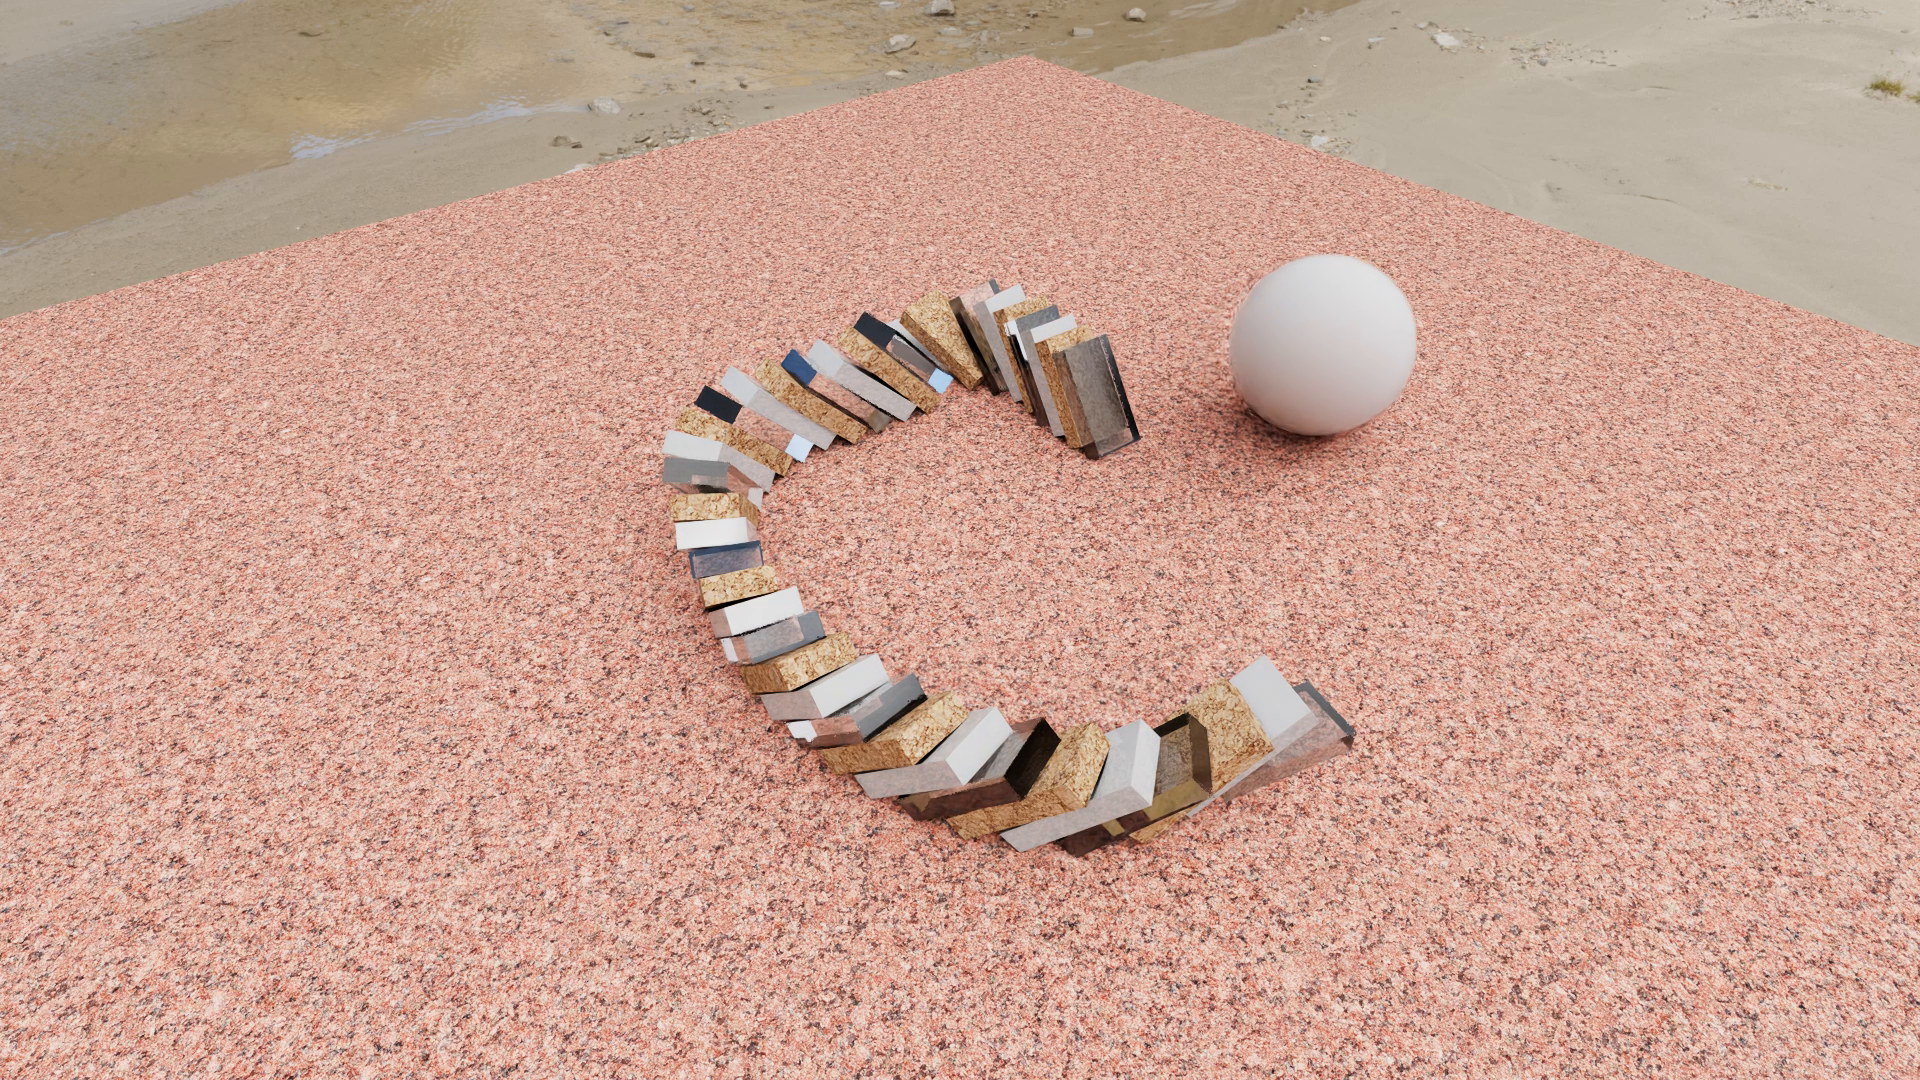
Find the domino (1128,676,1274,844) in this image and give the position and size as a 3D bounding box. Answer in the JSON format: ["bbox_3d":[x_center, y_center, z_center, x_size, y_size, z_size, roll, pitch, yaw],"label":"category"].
[{"bbox_3d":[0.068,0.067,0.337,0.050,0.010,0.025,-42,39,16],"label":"domino"}]

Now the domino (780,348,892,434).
[{"bbox_3d":[-0.056,-0.067,0.500,0.009,0.050,0.025,-52,48,9],"label":"domino"}]

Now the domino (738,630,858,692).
[{"bbox_3d":[-0.055,0.041,0.368,0.025,0.010,0.050,-24,3,-26],"label":"domino"}]

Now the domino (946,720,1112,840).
[{"bbox_3d":[0.020,0.072,0.330,0.050,0.010,0.025,-28,20,40],"label":"domino"}]

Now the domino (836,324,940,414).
[{"bbox_3d":[-0.033,-0.079,0.513,0.010,0.050,0.025,-50,49,7],"label":"domino"}]

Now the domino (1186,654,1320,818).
[{"bbox_3d":[0.084,0.062,0.347,0.050,0.009,0.025,-39,45,8],"label":"domino"}]

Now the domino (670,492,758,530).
[{"bbox_3d":[-0.095,-0.011,0.431,0.025,0.010,0.050,-2,-4,-2],"label":"domino"}]

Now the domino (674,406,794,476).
[{"bbox_3d":[-0.095,-0.041,0.468,0.025,0.050,0.010,22,87,24],"label":"domino"}]

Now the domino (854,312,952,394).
[{"bbox_3d":[-0.027,-0.089,0.524,0.025,0.050,0.010,36,92,36],"label":"domino"}]

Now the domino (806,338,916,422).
[{"bbox_3d":[-0.045,-0.073,0.508,0.050,0.010,0.025,26,15,-47],"label":"domino"}]

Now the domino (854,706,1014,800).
[{"bbox_3d":[-0.009,0.066,0.338,0.050,0.010,0.025,-23,14,50],"label":"domino"}]

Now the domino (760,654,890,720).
[{"bbox_3d":[-0.045,0.048,0.360,0.025,0.009,0.050,-27,4,-29],"label":"domino"}]

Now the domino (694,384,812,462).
[{"bbox_3d":[-0.089,-0.050,0.478,0.025,0.050,0.010,29,91,31],"label":"domino"}]

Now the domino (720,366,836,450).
[{"bbox_3d":[-0.080,-0.058,0.488,0.025,0.050,0.010,40,98,40],"label":"domino"}]

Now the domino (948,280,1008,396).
[{"bbox_3d":[0.016,-0.099,0.536,0.025,0.050,0.010,-34,13,-34],"label":"domino"}]

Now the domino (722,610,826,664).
[{"bbox_3d":[-0.065,0.034,0.378,0.025,0.009,0.050,-19,1,-22],"label":"domino"}]

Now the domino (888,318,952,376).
[{"bbox_3d":[-0.017,-0.100,0.565,0.025,0.010,0.050,-29,47,-31],"label":"domino"}]

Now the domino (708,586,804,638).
[{"bbox_3d":[-0.073,0.026,0.387,0.025,0.010,0.050,-17,0,-20],"label":"domino"}]

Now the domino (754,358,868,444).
[{"bbox_3d":[-0.066,-0.062,0.493,0.010,0.050,0.025,-52,48,9],"label":"domino"}]

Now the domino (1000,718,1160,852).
[{"bbox_3d":[0.036,0.074,0.328,0.050,0.010,0.025,-31,24,35],"label":"domino"}]

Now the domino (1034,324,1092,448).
[{"bbox_3d":[0.054,-0.070,0.499,0.025,0.050,0.009,-25,11,-27],"label":"domino"}]

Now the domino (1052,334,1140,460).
[{"bbox_3d":[0.061,-0.064,0.492,0.025,0.050,0.010,-25,11,-27],"label":"domino"}]

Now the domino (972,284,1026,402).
[{"bbox_3d":[0.028,-0.095,0.530,0.025,0.050,0.009,-34,15,-34],"label":"domino"}]

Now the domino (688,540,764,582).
[{"bbox_3d":[-0.086,0.008,0.409,0.025,0.009,0.050,-10,-2,-12],"label":"domino"}]

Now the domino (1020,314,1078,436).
[{"bbox_3d":[0.048,-0.076,0.507,0.025,0.050,0.010,-25,11,-27],"label":"domino"}]

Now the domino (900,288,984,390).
[{"bbox_3d":[-0.003,-0.100,0.546,0.050,0.010,0.025,44,57,6],"label":"domino"}]

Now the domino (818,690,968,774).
[{"bbox_3d":[-0.022,0.061,0.344,0.025,0.010,0.050,-36,9,-36],"label":"domino"}]

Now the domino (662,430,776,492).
[{"bbox_3d":[-0.099,-0.032,0.456,0.025,0.050,0.009,14,84,17],"label":"domino"}]

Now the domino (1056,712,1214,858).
[{"bbox_3d":[0.051,0.073,0.328,0.050,0.010,0.025,-34,28,30],"label":"domino"}]

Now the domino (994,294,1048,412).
[{"bbox_3d":[0.036,-0.088,0.522,0.025,0.050,0.009,-25,11,-28],"label":"domino"}]

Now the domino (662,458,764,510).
[{"bbox_3d":[-0.099,-0.022,0.444,0.025,0.050,0.009,5,81,6],"label":"domino"}]

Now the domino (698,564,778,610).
[{"bbox_3d":[-0.081,0.017,0.398,0.025,0.009,0.050,-12,-2,-14],"label":"domino"}]

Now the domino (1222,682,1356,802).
[{"bbox_3d":[0.102,0.066,0.363,0.050,0.009,0.025,-16,42,-19],"label":"domino"}]

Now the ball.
[{"bbox_3d":[0.162,-0.087,0.494,0.080,0.080,0.080,0,39,0],"label":"ball"}]

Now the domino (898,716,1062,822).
[{"bbox_3d":[0.005,0.070,0.333,0.050,0.009,0.025,-25,17,45],"label":"domino"}]

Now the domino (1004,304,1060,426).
[{"bbox_3d":[0.041,-0.082,0.514,0.025,0.050,0.010,-25,11,-27],"label":"domino"}]

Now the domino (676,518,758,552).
[{"bbox_3d":[-0.092,-0.001,0.420,0.025,0.010,0.050,-5,-3,-6],"label":"domino"}]

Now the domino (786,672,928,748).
[{"bbox_3d":[-0.034,0.055,0.352,0.025,0.009,0.050,-32,6,-33],"label":"domino"}]
